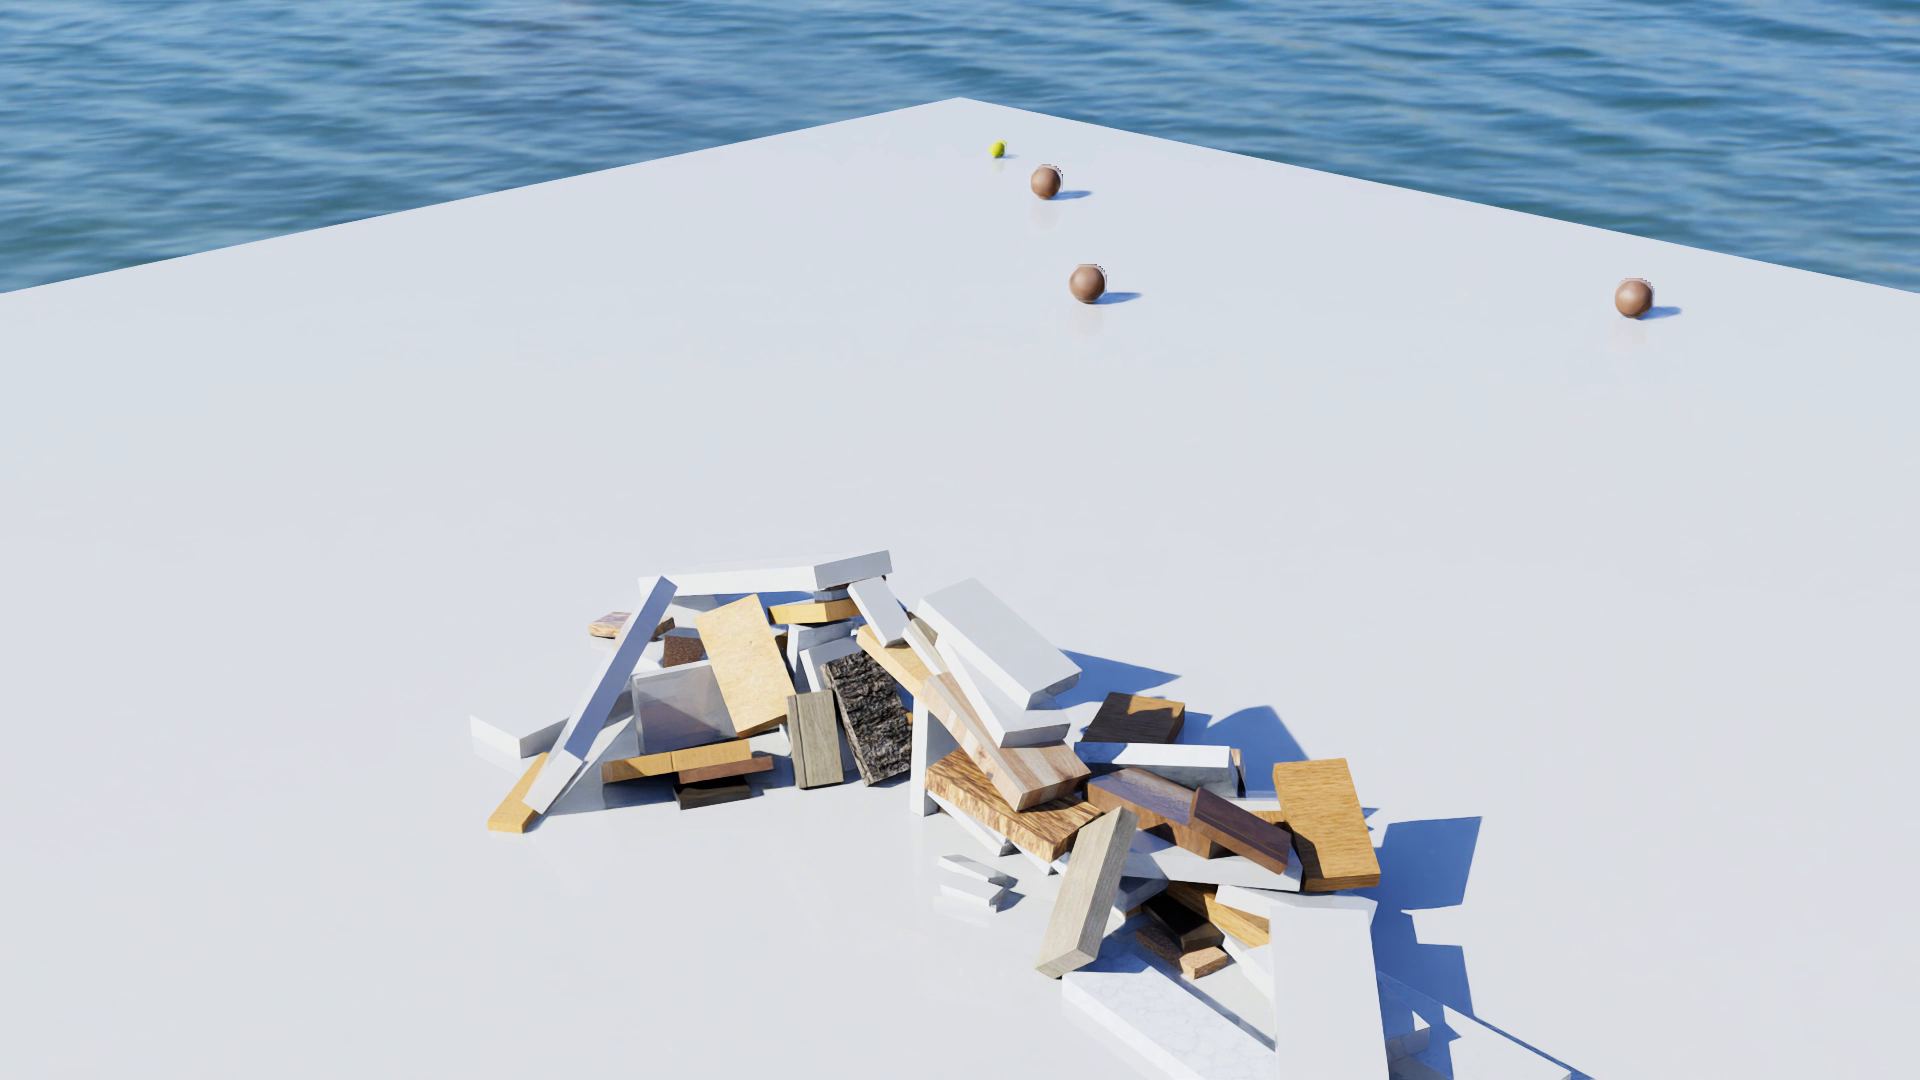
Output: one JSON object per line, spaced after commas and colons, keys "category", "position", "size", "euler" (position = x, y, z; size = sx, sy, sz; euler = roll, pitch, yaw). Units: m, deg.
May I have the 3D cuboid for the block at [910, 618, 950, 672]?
{"category": "block", "position": [-0.028, 0.209, 4.355], "size": [0.076, 0.022, 0.152], "euler": [-13, 50, -35]}

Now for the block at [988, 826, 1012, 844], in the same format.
{"category": "block", "position": [0.067, 0.508, 4.321], "size": [0.102, 0.029, 0.203], "euler": [-16, 44, -35]}

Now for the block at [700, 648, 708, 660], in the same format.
{"category": "block", "position": [-0.545, 0.275, 5.020], "size": [0.086, 0.024, 0.172], "euler": [37, 21, -11]}

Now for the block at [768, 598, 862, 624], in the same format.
{"category": "block", "position": [-0.287, 0.146, 4.648], "size": [0.133, 0.038, 0.266], "euler": [-10, 2, -31]}

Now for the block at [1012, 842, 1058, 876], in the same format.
{"category": "block", "position": [0.144, 0.567, 4.313], "size": [0.102, 0.029, 0.203], "euler": [-19, 46, -38]}

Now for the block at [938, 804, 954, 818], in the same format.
{"category": "block", "position": [0.007, 0.549, 4.445], "size": [0.096, 0.014, 0.048], "euler": [20, 30, 35]}

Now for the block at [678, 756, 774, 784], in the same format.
{"category": "block", "position": [-0.483, 0.473, 4.536], "size": [0.191, 0.027, 0.095], "euler": [-9, -4, -8]}

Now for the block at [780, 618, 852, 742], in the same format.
{"category": "block", "position": [-0.308, 0.296, 4.707], "size": [0.133, 0.266, 0.038], "euler": [-10, 28, -34]}

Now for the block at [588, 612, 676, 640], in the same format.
{"category": "block", "position": [-0.777, 0.203, 5.205], "size": [0.187, 0.027, 0.094], "euler": [3, 20, 33]}

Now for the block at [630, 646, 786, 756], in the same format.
{"category": "block", "position": [-0.531, 0.344, 4.727], "size": [0.337, 0.168, 0.048], "euler": [-10, 12, -23]}

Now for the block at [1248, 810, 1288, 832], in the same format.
{"category": "block", "position": [0.595, 0.589, 4.190], "size": [0.287, 0.144, 0.041], "euler": [0, 23, -1]}

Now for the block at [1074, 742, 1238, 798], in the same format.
{"category": "block", "position": [0.384, 0.450, 4.314], "size": [0.304, 0.152, 0.043], "euler": [0, 62, 15]}

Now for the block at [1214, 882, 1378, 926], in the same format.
{"category": "block", "position": [0.617, 0.662, 4.027], "size": [0.277, 0.039, 0.139], "euler": [16, 17, 13]}

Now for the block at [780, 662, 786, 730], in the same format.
{"category": "block", "position": [-0.348, 0.337, 4.746], "size": [0.086, 0.172, 0.024], "euler": [-15, 27, -31]}

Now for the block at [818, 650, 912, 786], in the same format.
{"category": "block", "position": [-0.184, 0.366, 4.596], "size": [0.134, 0.267, 0.038], "euler": [-17, -9, -35]}

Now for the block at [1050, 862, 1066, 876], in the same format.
{"category": "block", "position": [0.220, 0.616, 4.225], "size": [0.080, 0.023, 0.159], "euler": [-19, 46, -37]}

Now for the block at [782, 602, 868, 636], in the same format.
{"category": "block", "position": [-0.252, 0.198, 5.071], "size": [0.173, 0.049, 0.346], "euler": [7, 2, -35]}

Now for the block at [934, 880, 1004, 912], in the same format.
{"category": "block", "position": [0.017, 0.672, 4.154], "size": [0.122, 0.017, 0.061], "euler": [6, 24, 14]}

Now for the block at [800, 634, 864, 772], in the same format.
{"category": "block", "position": [-0.234, 0.343, 4.635], "size": [0.133, 0.266, 0.038], "euler": [-16, -3, -33]}

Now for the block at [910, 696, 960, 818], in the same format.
{"category": "block", "position": [-0.037, 0.414, 4.441], "size": [0.038, 0.267, 0.134], "euler": [23, 32, 36]}

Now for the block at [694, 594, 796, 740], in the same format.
{"category": "block", "position": [-0.449, 0.267, 4.660], "size": [0.144, 0.041, 0.287], "euler": [-21, 64, -7]}

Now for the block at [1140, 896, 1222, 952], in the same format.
{"category": "block", "position": [0.405, 0.699, 4.025], "size": [0.079, 0.022, 0.157], "euler": [-5, 22, -24]}

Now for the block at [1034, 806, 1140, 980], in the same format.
{"category": "block", "position": [0.228, 0.630, 3.935], "size": [0.042, 0.147, 0.293], "euler": [31, 55, -14]}

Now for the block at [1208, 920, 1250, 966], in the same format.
{"category": "block", "position": [0.517, 0.731, 3.987], "size": [0.079, 0.022, 0.157], "euler": [4, 19, -25]}

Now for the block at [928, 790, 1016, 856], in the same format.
{"category": "block", "position": [0.043, 0.537, 4.371], "size": [0.102, 0.029, 0.203], "euler": [-24, 51, -41]}

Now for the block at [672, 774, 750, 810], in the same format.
{"category": "block", "position": [-0.510, 0.517, 4.516], "size": [0.147, 0.021, 0.073], "euler": [-8, 24, -18]}

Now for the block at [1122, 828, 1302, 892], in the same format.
{"category": "block", "position": [0.448, 0.576, 4.054], "size": [0.333, 0.047, 0.167], "euler": [6, 15, -5]}

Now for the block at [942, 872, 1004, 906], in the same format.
{"category": "block", "position": [0.023, 0.658, 4.146], "size": [0.105, 0.015, 0.053], "euler": [14, 27, 29]}

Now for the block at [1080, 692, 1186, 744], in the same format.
{"category": "block", "position": [0.357, 0.430, 4.687], "size": [0.170, 0.048, 0.339], "euler": [8, 24, 17]}

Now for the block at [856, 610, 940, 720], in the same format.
{"category": "block", "position": [-0.071, 0.247, 4.395], "size": [0.134, 0.038, 0.267], "euler": [-17, 45, -39]}

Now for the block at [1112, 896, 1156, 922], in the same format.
{"category": "block", "position": [0.285, 0.651, 4.151], "size": [0.080, 0.023, 0.159], "euler": [-20, 43, -38]}

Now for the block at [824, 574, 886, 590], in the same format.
{"category": "block", "position": [-0.224, 0.087, 4.676], "size": [0.067, 0.019, 0.134], "euler": [-10, 2, -39]}
